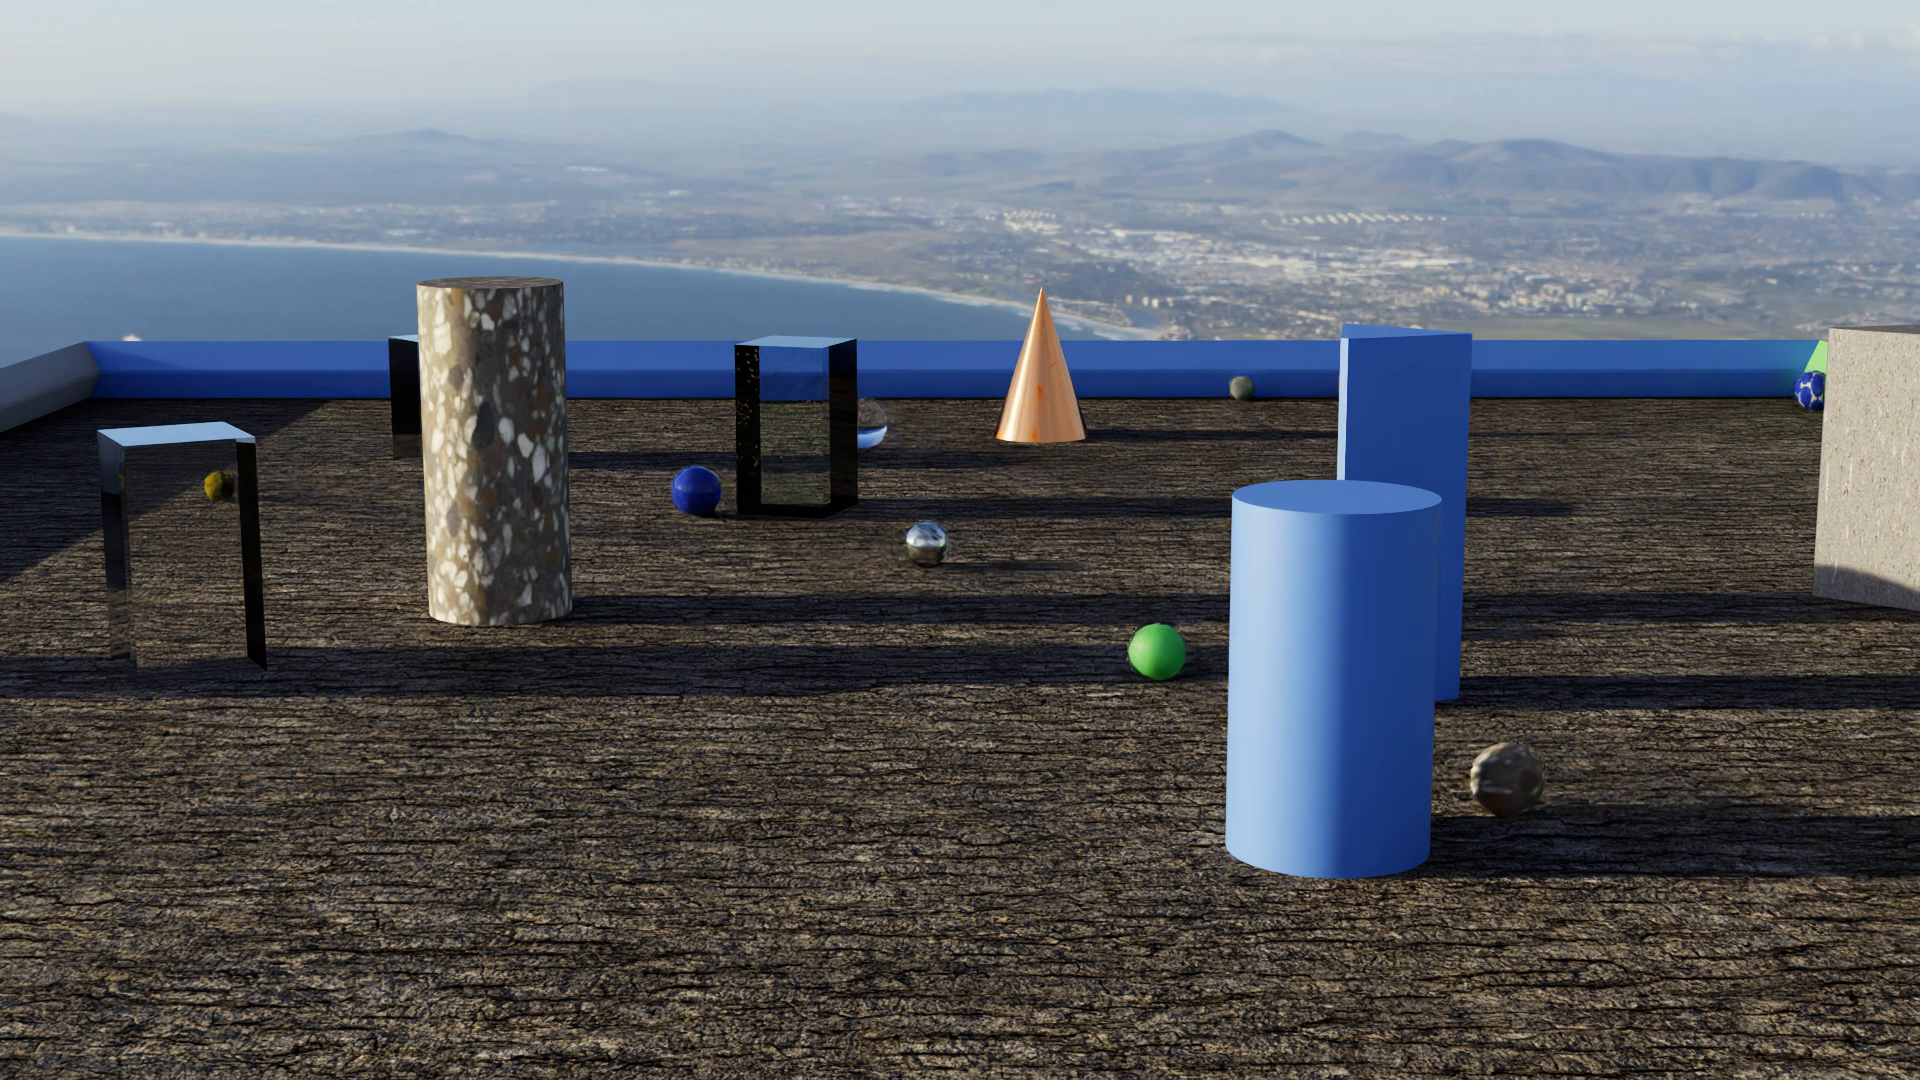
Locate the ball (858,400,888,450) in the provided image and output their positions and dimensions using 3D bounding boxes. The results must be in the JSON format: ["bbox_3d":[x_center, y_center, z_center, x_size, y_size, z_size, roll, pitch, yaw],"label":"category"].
[{"bbox_3d":[-0.186,-0.221,4.888,0.095,0.095,0.095,0,11,0],"label":"ball"}]

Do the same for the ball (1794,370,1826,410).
[{"bbox_3d":[1.808,-0.316,5.428,0.085,0.085,0.085,0,11,0],"label":"ball"}]

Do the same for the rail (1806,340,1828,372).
[{"bbox_3d":[1.882,0.030,3.460,0.045,0.124,4.457,0,11,0],"label":"rail"}]

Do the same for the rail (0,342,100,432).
[{"bbox_3d":[-1.882,0.034,3.439,0.045,0.124,4.457,0,11,0],"label":"rail"}]

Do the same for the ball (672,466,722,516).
[{"bbox_3d":[-0.427,-0.079,4.169,0.081,0.081,0.081,0,11,0],"label":"ball"}]

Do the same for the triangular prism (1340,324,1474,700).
[{"bbox_3d":[0.478,-0.032,2.978,0.165,0.424,0.143,-4,11,-20],"label":"triangular prism"}]

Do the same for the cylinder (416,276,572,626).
[{"bbox_3d":[-0.618,-0.122,3.416,0.190,0.441,0.190,0,11,0],"label":"cylinder"}]

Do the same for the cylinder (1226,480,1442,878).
[{"bbox_3d":[0.345,0.124,2.382,0.190,0.335,0.190,0,11,0],"label":"cylinder"}]

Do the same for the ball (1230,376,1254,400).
[{"bbox_3d":[0.615,-0.331,5.595,0.054,0.054,0.054,0,11,0],"label":"ball"}]

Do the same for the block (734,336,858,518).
[{"bbox_3d":[-0.267,-0.188,4.217,0.152,0.277,0.152,4,11,19],"label":"block"}]

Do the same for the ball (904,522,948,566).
[{"bbox_3d":[-0.050,0.007,3.749,0.065,0.065,0.065,0,11,0],"label":"ball"}]

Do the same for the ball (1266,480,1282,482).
[{"bbox_3d":[0.514,-0.072,4.197,0.055,0.055,0.055,0,11,0],"label":"ball"}]

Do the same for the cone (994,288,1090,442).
[{"bbox_3d":[0.161,-0.352,5.046,0.190,0.296,0.190,0,11,0],"label":"cone"}]

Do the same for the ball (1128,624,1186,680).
[{"bbox_3d":[0.236,0.133,3.060,0.068,0.068,0.068,0,11,0],"label":"ball"}]

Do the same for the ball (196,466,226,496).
[{"bbox_3d":[-1.274,-0.100,4.362,0.051,0.051,0.051,0,11,0],"label":"ball"}]

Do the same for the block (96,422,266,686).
[{"bbox_3d":[-0.943,0.013,3.109,0.152,0.287,0.152,-6,12,-29],"label":"block"}]

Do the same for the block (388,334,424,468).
[{"bbox_3d":[-0.946,-0.260,4.733,0.152,0.229,0.152,-8,13,-38],"label":"block"}]

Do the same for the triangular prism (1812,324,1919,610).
[{"bbox_3d":[1.289,-0.105,3.517,0.165,0.371,0.143,9,14,41],"label":"triangular prism"}]

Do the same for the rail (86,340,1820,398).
[{"bbox_3d":[-0.013,-0.372,5.617,3.811,0.124,0.045,0,11,0],"label":"rail"}]

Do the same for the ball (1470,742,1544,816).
[{"bbox_3d":[0.535,0.234,2.509,0.072,0.072,0.072,0,11,0],"label":"ball"}]
